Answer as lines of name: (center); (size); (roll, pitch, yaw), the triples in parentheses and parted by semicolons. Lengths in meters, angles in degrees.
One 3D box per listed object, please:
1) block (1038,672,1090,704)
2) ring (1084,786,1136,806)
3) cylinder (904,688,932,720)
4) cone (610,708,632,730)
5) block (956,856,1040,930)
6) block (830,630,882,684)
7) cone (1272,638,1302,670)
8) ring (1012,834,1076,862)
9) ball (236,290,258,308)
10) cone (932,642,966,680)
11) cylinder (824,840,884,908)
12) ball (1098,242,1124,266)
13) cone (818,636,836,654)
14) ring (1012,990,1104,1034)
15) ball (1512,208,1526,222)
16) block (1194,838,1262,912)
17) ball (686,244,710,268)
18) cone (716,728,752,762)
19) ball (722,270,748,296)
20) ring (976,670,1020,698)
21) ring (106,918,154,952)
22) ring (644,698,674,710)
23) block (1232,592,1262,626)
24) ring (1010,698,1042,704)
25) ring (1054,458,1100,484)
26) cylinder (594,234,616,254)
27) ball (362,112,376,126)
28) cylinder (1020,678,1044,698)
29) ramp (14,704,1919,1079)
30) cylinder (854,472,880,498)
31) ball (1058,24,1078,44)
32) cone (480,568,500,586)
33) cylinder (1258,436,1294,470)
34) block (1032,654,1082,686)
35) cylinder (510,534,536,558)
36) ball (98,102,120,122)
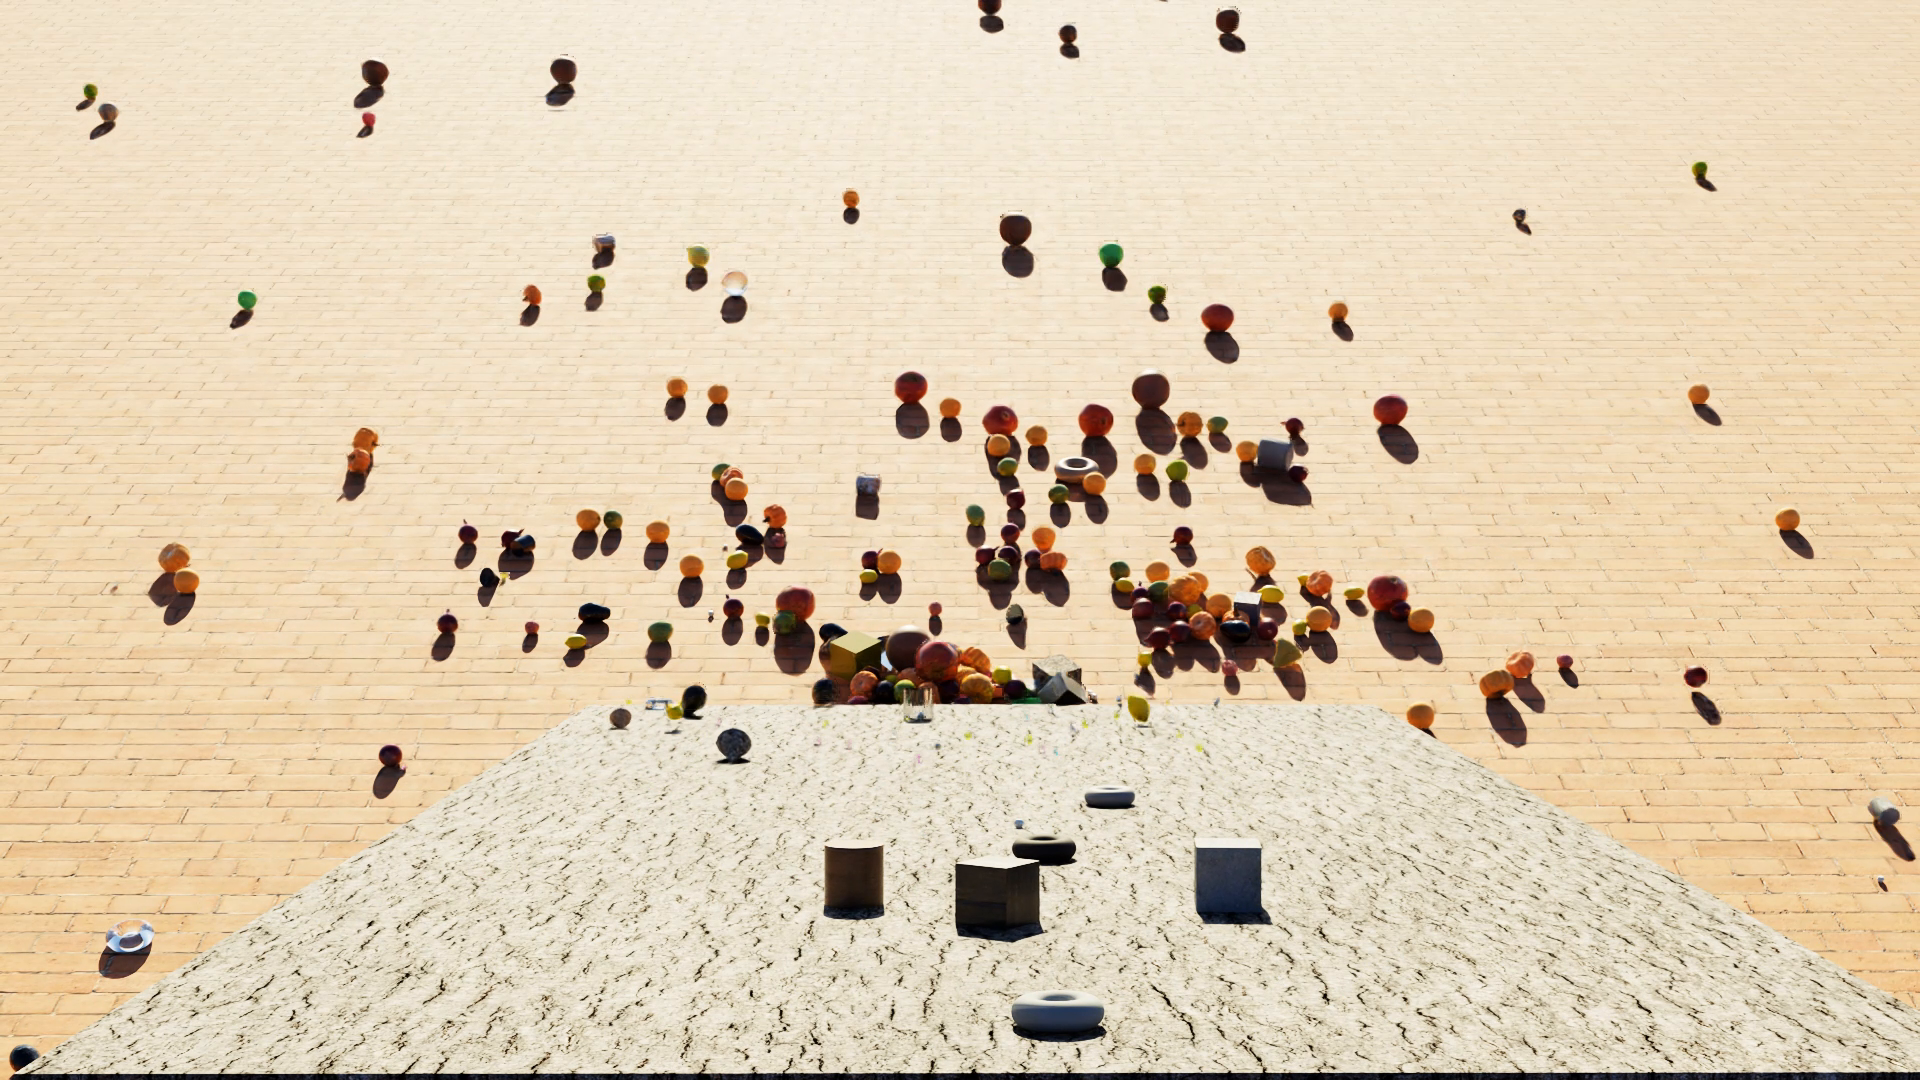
block: (0.266, 0.408, 6.623); (0.084, 0.084, 0.084); (37, 17, -29)
ring: (0.268, 0.458, 4.607); (0.092, 0.031, 0.092); (-1, 2, 0)
cylinder: (-0.101, 0.393, 6.197); (0.072, 0.072, 0.072); (0, 2, 0)
cone: (-0.783, 0.424, 5.961); (0.052, 0.052, 0.052); (-6, 29, -12)
block: (0.050, 0.466, 3.408); (0.081, 0.081, 0.081); (1, 2, 34)
block: (-0.278, 0.313, 6.884); (0.096, 0.096, 0.096); (21, 33, 37)
cone: (0.863, 0.321, 6.937); (0.080, 0.080, 0.080); (23, 60, 39)
ring: (0.129, 0.474, 3.967); (0.100, 0.033, 0.100); (-1, 3, 0)
ball: (-2.605, -0.880, 9.420); (0.072, 0.072, 0.072); (0, 25, 0)
cone: (-0.043, 0.339, 6.890); (0.097, 0.097, 0.097); (7, 53, 15)
cylinder: (-0.146, 0.461, 3.560); (0.083, 0.083, 0.083); (0, 2, 0)
ball: (0.576, -1.090, 9.832); (0.096, 0.096, 0.096); (0, 25, 0)
cone: (-0.361, 0.296, 7.000); (0.060, 0.060, 0.060); (-16, 14, 34)
ring: (0.105, 0.507, 2.773); (0.100, 0.033, 0.100); (-1, 0, 0)
ball: (2.240, -1.302, 10.327); (0.055, 0.055, 0.055); (0, 25, 0)
block: (0.366, 0.458, 3.532); (0.088, 0.088, 0.088); (0, 2, 3)
ball: (-0.997, -1.082, 9.826); (0.088, 0.088, 0.088); (0, 25, 0)
cone: (-0.467, 0.438, 5.299); (0.073, 0.073, 0.073); (0, 28, 0)
ball: (-0.831, -0.951, 9.536); (0.099, 0.099, 0.099); (0, 25, 0)
ring: (0.101, 0.381, 6.810); (0.114, 0.038, 0.114); (-1, 25, 1)
ring: (-1.853, 0.883, 5.757); (0.107, 0.036, 0.107); (-1, 25, 0)
ring: (-0.752, 0.410, 6.462); (0.076, 0.025, 0.076); (1, 1, 0)
block: (0.799, 0.190, 7.175); (0.067, 0.067, 0.067); (6, 26, 13)
ring: (0.184, 0.450, 6.654); (0.136, 0.045, 0.136); (1, 25, -1)
ring: (0.365, -0.218, 8.057); (0.144, 0.048, 0.144); (1, 24, 0)
cylinder: (-1.375, -1.148, 9.991); (0.063, 0.063, 0.063); (-15, 29, -29)
ball: (-2.645, -1.886, 11.541); (0.066, 0.066, 0.066); (0, 25, 0)
cylinder: (0.189, 0.401, 6.741); (0.059, 0.059, 0.059); (0, 25, 0)
ramp: (0.058, 0.524, 4.562); (2.000, 0.100, 4.000); (0, 2, 0)
cylinder: (-0.285, -0.169, 7.938); (0.060, 0.060, 0.060); (27, 33, 16)
ball: (0.539, -2.520, 12.833); (0.100, 0.100, 0.100); (0, 25, 0)
cone: (-1.337, 0.109, 7.394); (0.057, 0.057, 0.057); (19, 5, 34)
cylinder: (0.993, -0.272, 8.117); (0.094, 0.094, 0.094); (10, 27, 20)
block: (0.254, 0.369, 6.769); (0.094, 0.094, 0.094); (-16, 30, -29)
cylinder: (-1.281, 0.016, 7.558); (0.053, 0.053, 0.053); (17, 30, 31)
ball: (-3.829, -1.926, 11.595); (0.091, 0.091, 0.091); (0, 25, 0)
